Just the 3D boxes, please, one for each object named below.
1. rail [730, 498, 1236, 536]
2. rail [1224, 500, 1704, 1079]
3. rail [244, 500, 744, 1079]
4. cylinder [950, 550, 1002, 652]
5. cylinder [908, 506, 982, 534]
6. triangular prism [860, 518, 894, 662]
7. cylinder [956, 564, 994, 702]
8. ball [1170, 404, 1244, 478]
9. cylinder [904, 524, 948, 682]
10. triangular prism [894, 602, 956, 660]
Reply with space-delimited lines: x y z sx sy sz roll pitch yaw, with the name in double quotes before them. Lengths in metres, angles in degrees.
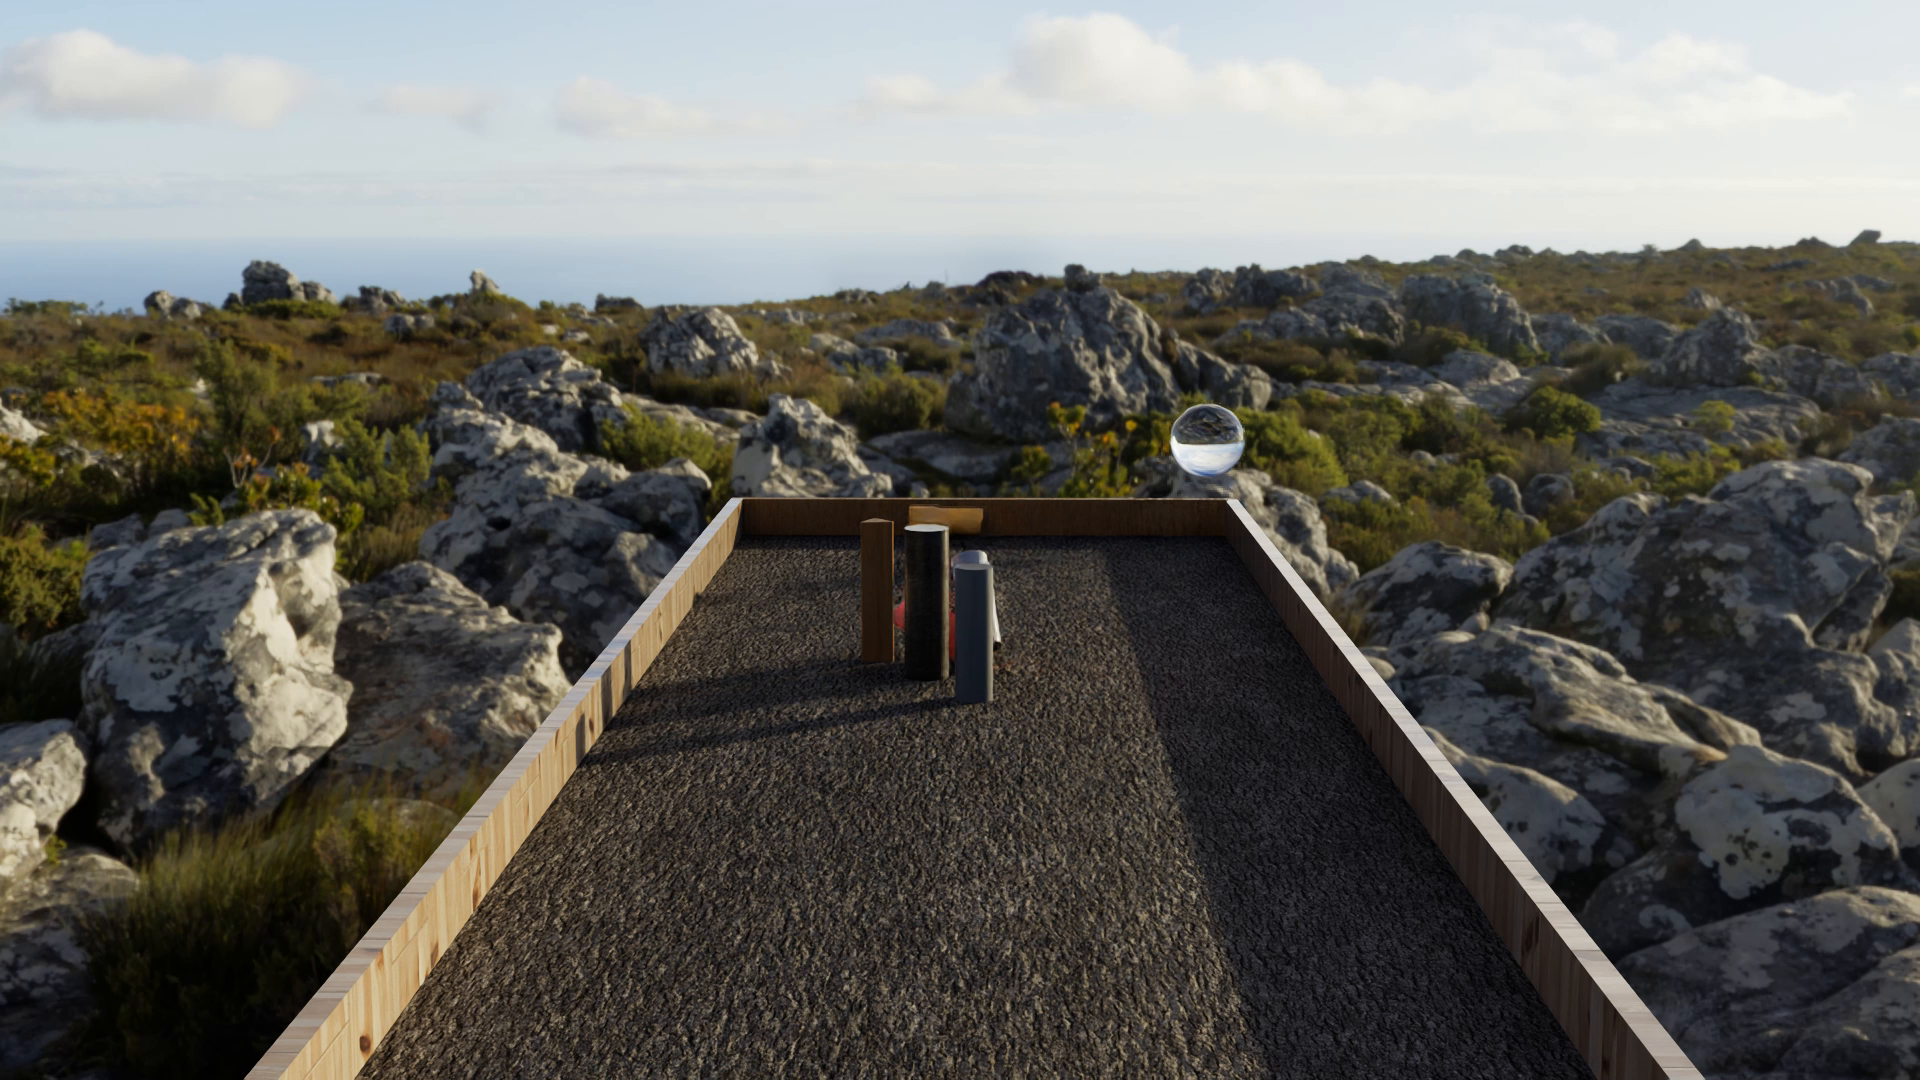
"rail" 0.099 -0.098 9.147 2.100 0.150 0.050 0 9 1
"rail" 1.046 0.843 3.208 0.050 0.150 12.000 0 9 1
"rail" -1.004 0.839 3.234 0.050 0.150 12.000 0 9 1
"cylinder" 0.049 0.193 6.785 0.115 0.302 0.115 -8 -24 -3
"cylinder" -0.059 -0.080 9.070 0.300 0.109 0.109 2 9 0
"triangular prism" -0.254 0.151 6.690 0.097 0.428 0.084 -1 9 -6
"cylinder" 0.040 0.260 6.164 0.106 0.376 0.106 0 9 0
"ball" 1.002 -0.402 8.911 0.302 0.302 0.302 0 9 0
"cylinder" -0.098 0.183 6.442 0.131 0.442 0.131 0 9 0
"triangular prism" -0.060 0.262 6.714 0.131 0.113 0.438 19 5 -30
